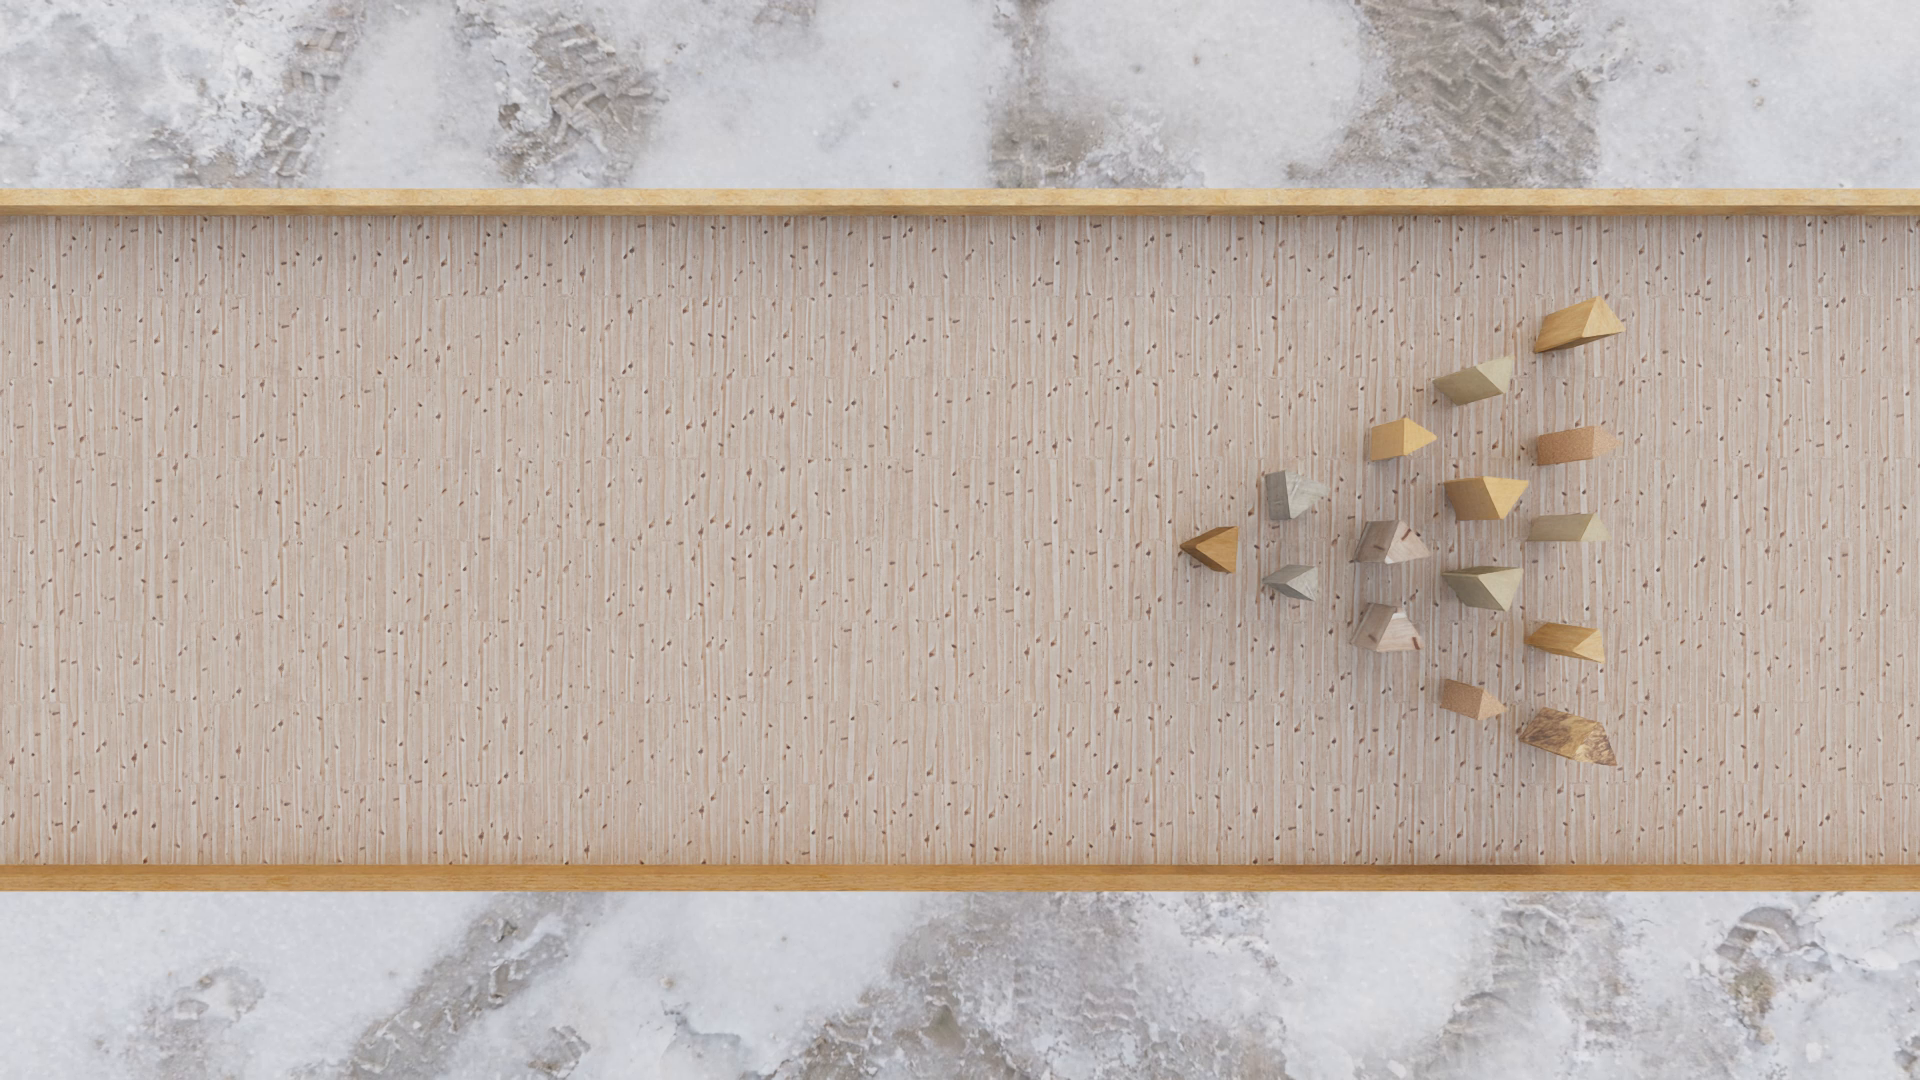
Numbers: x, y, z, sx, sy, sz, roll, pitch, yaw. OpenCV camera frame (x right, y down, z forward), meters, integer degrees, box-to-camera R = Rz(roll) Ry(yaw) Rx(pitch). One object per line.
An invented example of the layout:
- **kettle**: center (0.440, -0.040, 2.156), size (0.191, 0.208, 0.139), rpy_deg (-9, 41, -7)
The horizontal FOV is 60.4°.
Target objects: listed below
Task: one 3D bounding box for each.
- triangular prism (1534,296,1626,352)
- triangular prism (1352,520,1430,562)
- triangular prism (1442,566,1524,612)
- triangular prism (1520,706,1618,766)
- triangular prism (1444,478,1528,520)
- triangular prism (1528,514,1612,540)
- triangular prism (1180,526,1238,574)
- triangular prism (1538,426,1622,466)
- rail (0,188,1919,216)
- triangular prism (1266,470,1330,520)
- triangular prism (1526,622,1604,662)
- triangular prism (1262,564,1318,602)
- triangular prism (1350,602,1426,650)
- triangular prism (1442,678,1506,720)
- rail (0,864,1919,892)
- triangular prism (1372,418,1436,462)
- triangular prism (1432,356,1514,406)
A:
- **triangular prism**: center (1.818, -0.639, 4.875), size (0.125, 0.403, 0.108), rpy_deg (-8, 90, 0)
- **triangular prism**: center (1.264, -0.002, 4.883), size (0.132, 0.387, 0.114), rpy_deg (-10, 90, 0)
- **triangular prism**: center (1.565, 0.118, 4.894), size (0.113, 0.365, 0.130), rpy_deg (-39, 90, 0)
- **triangular prism**: center (1.792, 0.569, 4.857), size (0.132, 0.439, 0.114), rpy_deg (9, 90, 0)
- **triangular prism**: center (1.533, -0.145, 4.882), size (0.113, 0.388, 0.131), rpy_deg (36, 90, 0)
- **triangular prism**: center (1.786, -0.037, 4.855), size (0.088, 0.443, 0.076), rpy_deg (-2, 90, 0)
- **triangular prism**: center (0.763, 0.009, 4.899), size (0.134, 0.355, 0.116), rpy_deg (35, 90, 0)
- **triangular prism**: center (1.802, -0.286, 4.854), size (0.094, 0.445, 0.081), rpy_deg (-26, 90, 0)
- **rail**: center (-2.247, -1.025, 5.002), size (12.000, 0.150, 0.050), rpy_deg (0, 90, 0)
- **triangular prism**: center (0.978, -0.154, 4.920), size (0.142, 0.313, 0.123), rpy_deg (-37, 90, 0)
- **triangular prism**: center (1.797, 0.292, 4.875), size (0.097, 0.404, 0.084), rpy_deg (21, 90, 0)
- **triangular prism**: center (0.991, 0.112, 4.878), size (0.098, 0.397, 0.085), rpy_deg (31, 90, 0)
- **triangular prism**: center (1.265, 0.253, 4.909), size (0.142, 0.334, 0.123), rpy_deg (-4, 90, 0)
- **triangular prism**: center (1.511, 0.464, 4.895), size (0.089, 0.362, 0.077), rpy_deg (-19, 90, 0)
- **rail**: center (-2.247, 1.025, 5.001), size (12.000, 0.150, 0.050), rpy_deg (0, 90, 0)
- **triangular prism**: center (1.292, -0.308, 4.889), size (0.107, 0.375, 0.093), rpy_deg (-28, 90, 0)
- **triangular prism**: center (1.527, -0.486, 4.859), size (0.112, 0.436, 0.097), rpy_deg (43, 90, 0)
